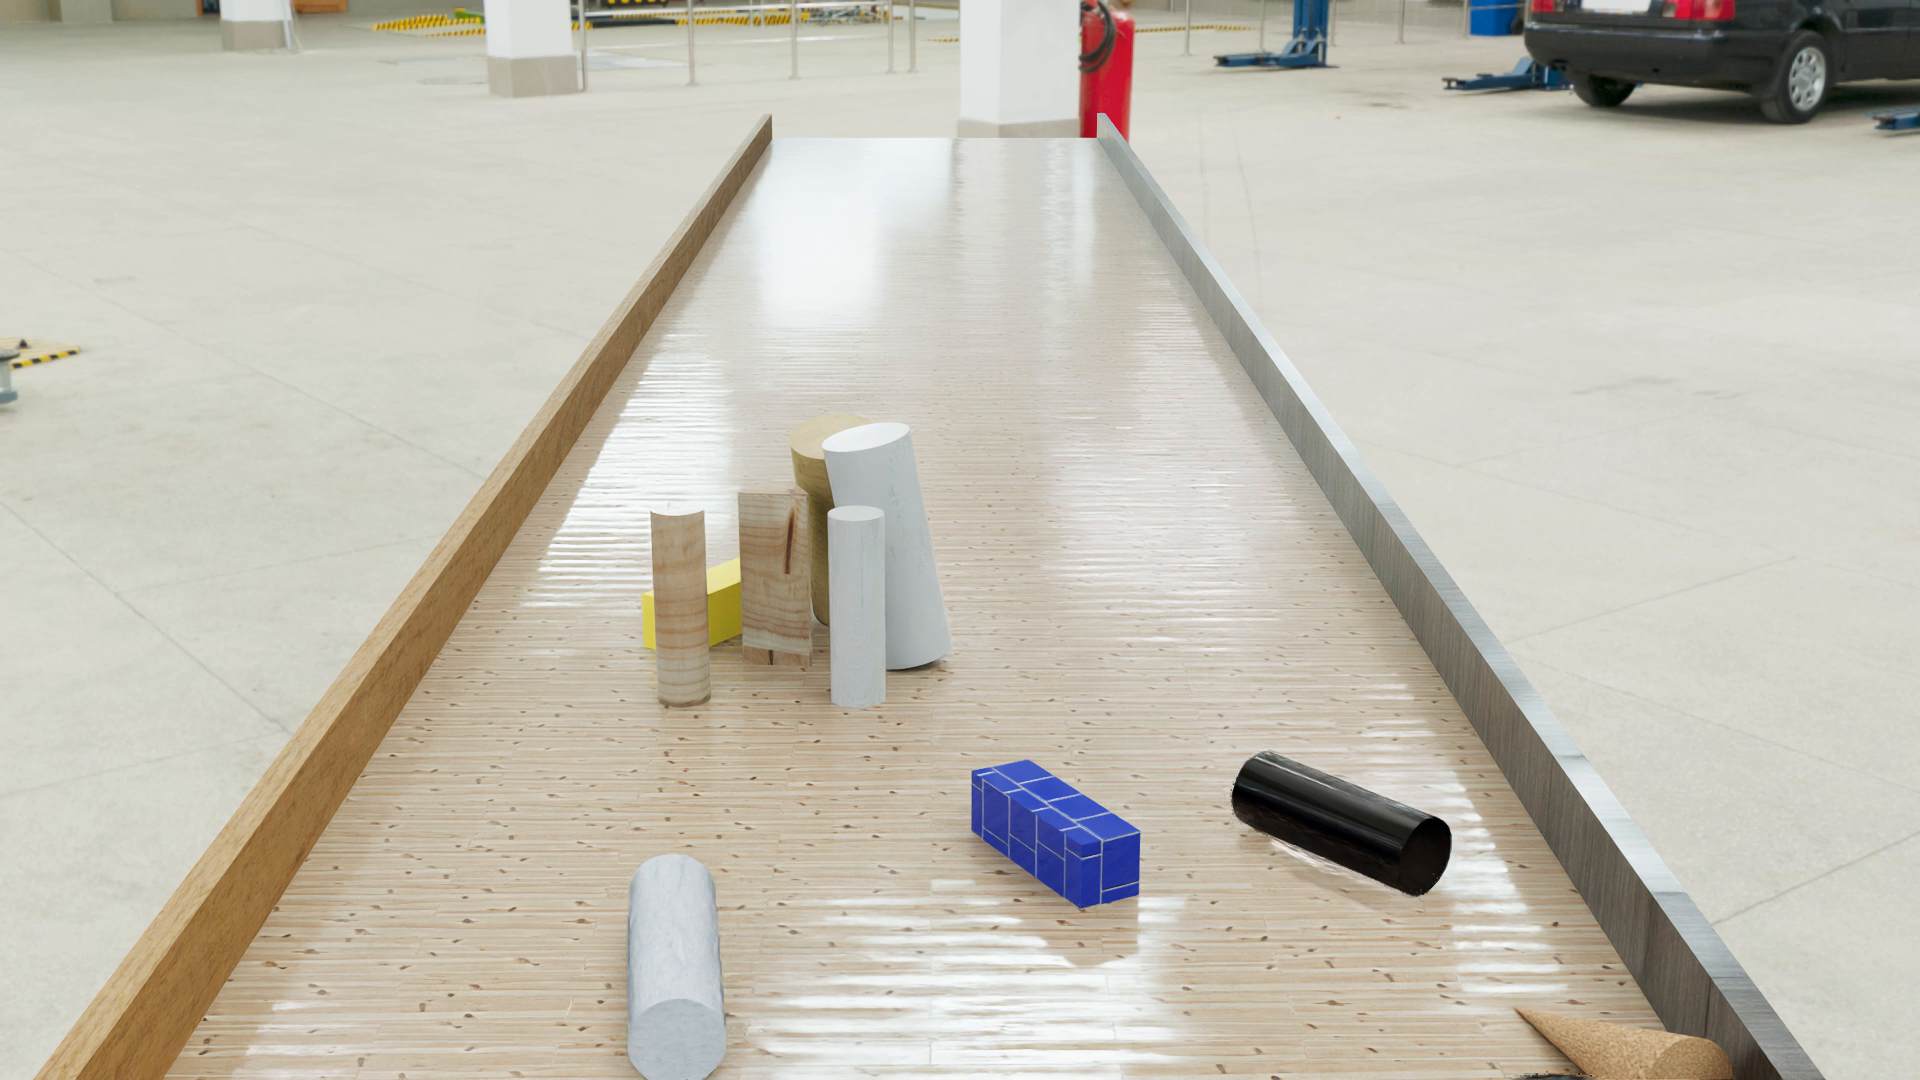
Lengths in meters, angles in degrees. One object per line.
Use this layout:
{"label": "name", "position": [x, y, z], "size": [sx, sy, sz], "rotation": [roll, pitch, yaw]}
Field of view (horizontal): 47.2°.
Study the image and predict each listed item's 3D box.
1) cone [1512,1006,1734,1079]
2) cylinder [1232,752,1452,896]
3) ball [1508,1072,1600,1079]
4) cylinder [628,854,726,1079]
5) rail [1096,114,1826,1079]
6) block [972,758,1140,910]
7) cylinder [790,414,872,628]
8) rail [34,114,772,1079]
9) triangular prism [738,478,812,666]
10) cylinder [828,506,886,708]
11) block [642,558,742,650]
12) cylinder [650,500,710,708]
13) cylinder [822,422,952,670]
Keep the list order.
{"label": "cone", "position": [0.831, 0.663, 2.878], "size": [0.137, 0.137, 0.370], "rotation": [-6, 7, -20]}
{"label": "cylinder", "position": [0.603, 0.447, 3.500], "size": [0.127, 0.127, 0.348], "rotation": [-13, 21, -37]}
{"label": "ball", "position": [0.616, 0.714, 2.242], "size": [0.333, 0.333, 0.333], "rotation": [0, 17, 0]}
{"label": "cylinder", "position": [-0.394, 0.584, 3.040], "size": [0.127, 0.127, 0.444], "rotation": [-2, 17, -8]}
{"label": "rail", "position": [0.932, -0.844, 7.801], "size": [0.050, 0.150, 12.000], "rotation": [0, 17, -1]}
{"label": "block", "position": [0.147, 0.462, 3.487], "size": [0.107, 0.107, 0.333], "rotation": [-9, 19, -28]}
{"label": "cylinder", "position": [-0.239, -0.035, 4.548], "size": [0.178, 0.420, 0.178], "rotation": [-4, 34, 2]}
{"label": "rail", "position": [-1.118, -0.838, 7.780], "size": [0.050, 0.150, 12.000], "rotation": [0, 17, -1]}
{"label": "triangular prism", "position": [-0.358, 0.062, 4.395], "size": [0.139, 0.355, 0.121], "rotation": [2, 17, 7]}
{"label": "cylinder", "position": [-0.194, 0.126, 4.158], "size": [0.106, 0.368, 0.106], "rotation": [0, 17, 0]}
{"label": "block", "position": [-0.488, 0.126, 4.607], "size": [0.112, 0.112, 0.400], "rotation": [11, 20, 32]}
{"label": "cylinder", "position": [-0.527, 0.121, 4.156], "size": [0.101, 0.378, 0.101], "rotation": [0, 17, 0]}
{"label": "cylinder", "position": [-0.142, 0.012, 4.345], "size": [0.174, 0.456, 0.174], "rotation": [-10, 18, 3]}
